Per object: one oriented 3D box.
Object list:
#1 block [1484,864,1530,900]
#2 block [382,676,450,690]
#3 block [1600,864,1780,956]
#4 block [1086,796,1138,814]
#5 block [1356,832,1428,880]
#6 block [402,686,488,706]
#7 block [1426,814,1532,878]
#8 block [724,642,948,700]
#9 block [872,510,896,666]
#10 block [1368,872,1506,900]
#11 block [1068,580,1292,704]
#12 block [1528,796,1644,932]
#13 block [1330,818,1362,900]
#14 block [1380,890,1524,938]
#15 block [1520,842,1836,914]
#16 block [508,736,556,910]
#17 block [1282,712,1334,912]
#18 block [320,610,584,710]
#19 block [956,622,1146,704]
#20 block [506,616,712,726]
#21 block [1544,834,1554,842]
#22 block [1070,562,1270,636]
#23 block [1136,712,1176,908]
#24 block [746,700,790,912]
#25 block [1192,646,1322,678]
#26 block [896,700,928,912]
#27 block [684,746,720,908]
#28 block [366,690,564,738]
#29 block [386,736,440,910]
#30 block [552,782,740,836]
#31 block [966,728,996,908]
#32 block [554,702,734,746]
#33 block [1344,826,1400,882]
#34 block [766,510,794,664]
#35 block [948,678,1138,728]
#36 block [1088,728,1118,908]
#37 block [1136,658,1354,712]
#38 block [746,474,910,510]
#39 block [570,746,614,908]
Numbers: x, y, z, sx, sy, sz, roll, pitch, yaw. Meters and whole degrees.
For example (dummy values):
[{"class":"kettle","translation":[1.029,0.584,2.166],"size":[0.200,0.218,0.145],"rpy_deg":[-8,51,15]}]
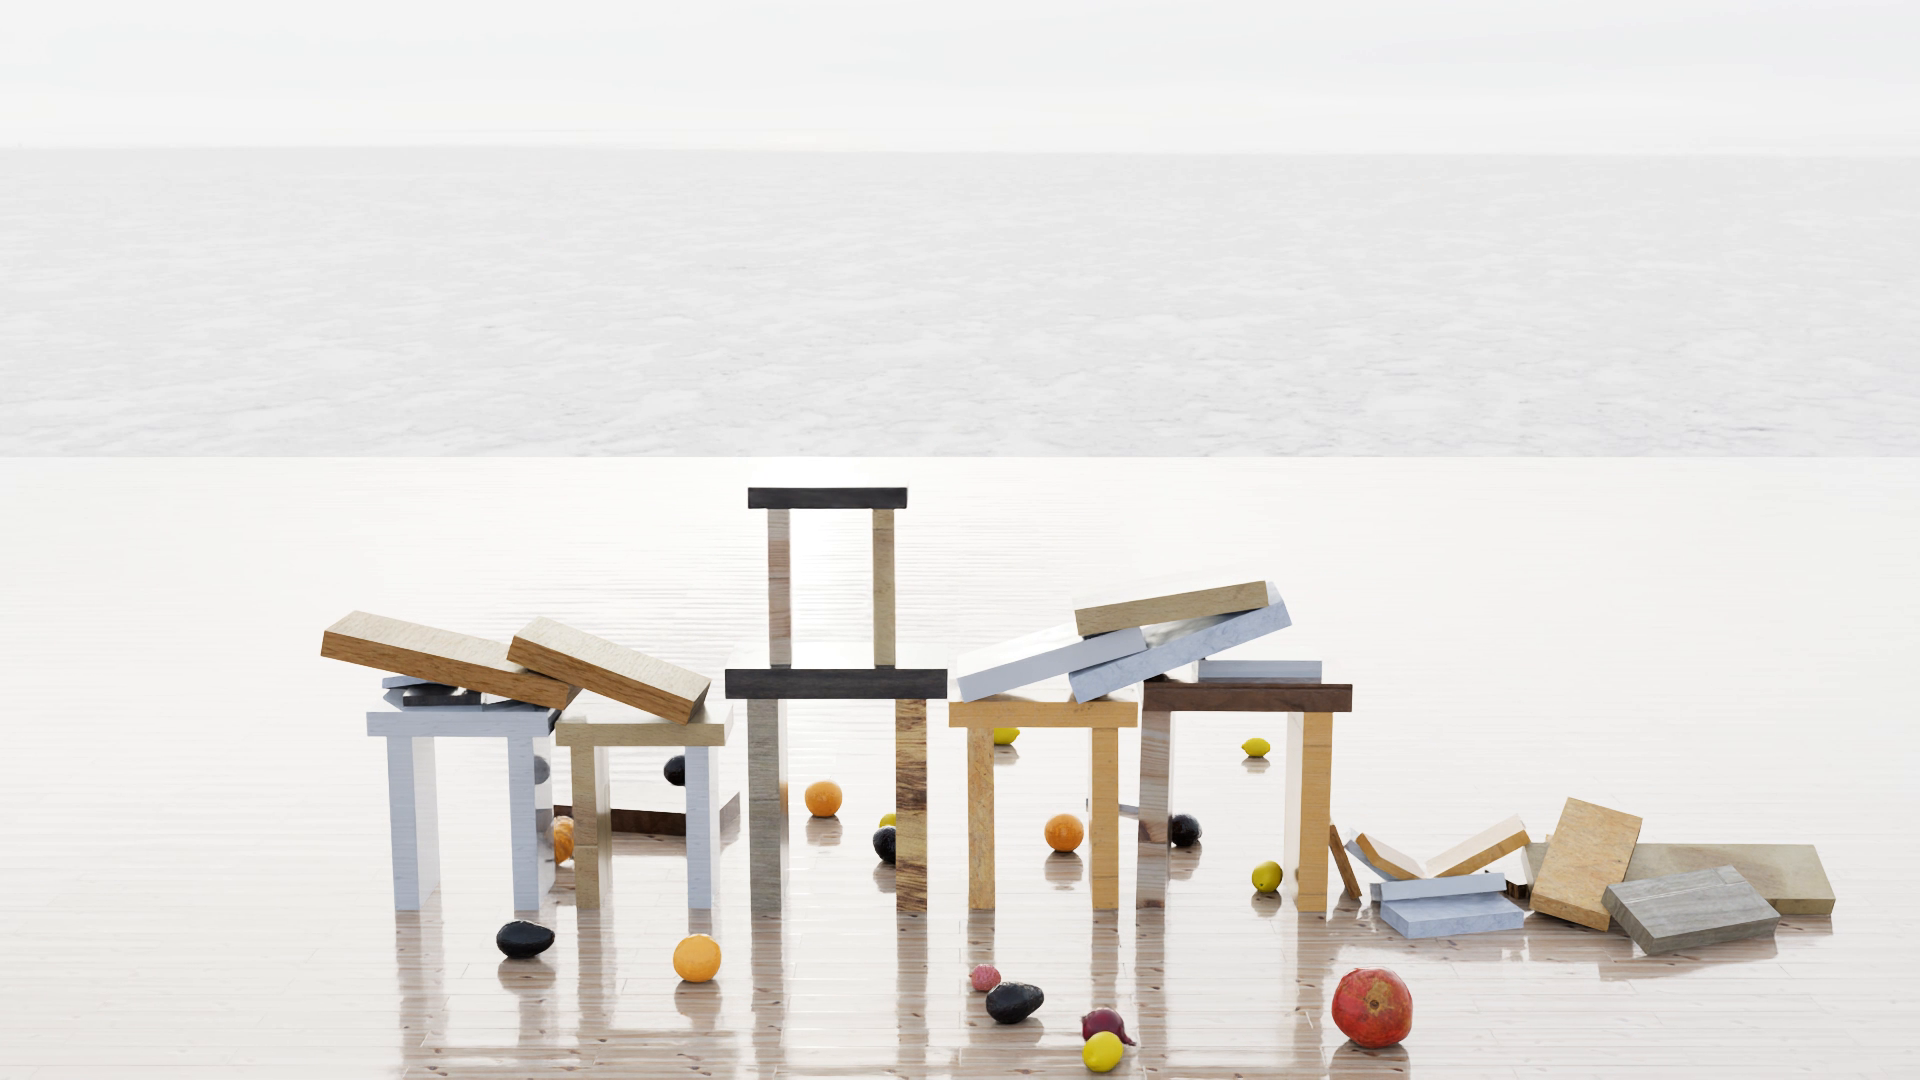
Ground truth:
[{"class":"block","translation":[0.985,0.569,3.713],"size":[0.177,0.025,0.089],"rpy_deg":[-5,11,-24]},{"class":"block","translation":[-0.898,0.236,3.655],"size":[0.125,0.018,0.063],"rpy_deg":[-9,-14,40]},{"class":"block","translation":[1.156,0.584,3.479],"size":[0.250,0.035,0.125],"rpy_deg":[-4,34,-23]},{"class":"block","translation":[0.303,0.496,4.142],"size":[0.125,0.013,0.045],"rpy_deg":[6,12,29]},{"class":"block","translation":[0.723,0.537,3.665],"size":[0.134,0.019,0.067],"rpy_deg":[29,17,-31]},{"class":"block","translation":[-0.842,0.255,3.597],"size":[0.125,0.018,0.063],"rpy_deg":[-1,11,-4]},{"class":"block","translation":[0.871,0.525,3.702],"size":[0.177,0.025,0.089],"rpy_deg":[-31,5,12]},{"class":"block","translation":[-0.198,0.214,3.604],"size":[0.356,0.050,0.178],"rpy_deg":[0,11,0]},{"class":"block","translation":[-0.124,0.065,3.574],"size":[0.036,0.254,0.127],"rpy_deg":[-1,11,-3]},{"class":"block","translation":[0.779,0.566,3.592],"size":[0.201,0.028,0.100],"rpy_deg":[-5,-9,-1]},{"class":"block","translation":[0.352,0.165,3.574],"size":[0.364,0.043,0.153],"rpy_deg":[-21,10,5]},{"class":"block","translation":[1.025,0.527,3.596],"size":[0.125,0.035,0.250],"rpy_deg":[15,38,21]},{"class":"block","translation":[0.632,0.525,3.660],"size":[0.019,0.134,0.067],"rpy_deg":[-22,10,4]},{"class":"block","translation":[0.790,0.601,3.532],"size":[0.201,0.028,0.100],"rpy_deg":[-3,11,-14]},{"class":"block","translation":[1.177,0.556,3.616],"size":[0.479,0.035,0.125],"rpy_deg":[0,37,1]},{"class":"block","translation":[-0.708,0.447,3.638],"size":[0.041,0.293,0.146],"rpy_deg":[0,11,0]},{"class":"block","translation":[0.574,0.426,3.638],"size":[0.047,0.335,0.167],"rpy_deg":[0,11,0]},{"class":"block","translation":[-0.822,0.195,3.597],"size":[0.402,0.044,0.154],"rpy_deg":[12,11,1]},{"class":"block","translation":[0.147,0.184,3.588],"size":[0.305,0.043,0.153],"rpy_deg":[-17,10,3]},{"class":"block","translation":[-0.570,0.212,3.594],"size":[0.308,0.044,0.154],"rpy_deg":[20,11,1]},{"class":"block","translation":[1.073,0.543,3.706],"size":[0.177,0.025,0.089],"rpy_deg":[10,21,15]},{"class":"block","translation":[0.336,0.094,3.553],"size":[0.305,0.043,0.153],"rpy_deg":[-9,10,2]},{"class":"block","translation":[0.327,0.422,3.655],"size":[0.047,0.335,0.167],"rpy_deg":[2,11,8]},{"class":"block","translation":[-0.316,0.414,3.642],"size":[0.050,0.356,0.178],"rpy_deg":[0,11,0]},{"class":"block","translation":[0.485,0.199,3.603],"size":[0.201,0.028,0.100],"rpy_deg":[0,11,0]},{"class":"block","translation":[-0.079,0.414,3.642],"size":[0.050,0.356,0.178],"rpy_deg":[0,11,0]},{"class":"block","translation":[-0.426,0.456,3.643],"size":[0.039,0.274,0.137],"rpy_deg":[0,11,0]},{"class":"block","translation":[-0.807,0.283,3.605],"size":[0.292,0.041,0.146],"rpy_deg":[0,11,1]},{"class":"block","translation":[-0.903,0.447,3.638],"size":[0.041,0.293,0.146],"rpy_deg":[0,11,0]},{"class":"block","translation":[-0.576,0.496,4.058],"size":[0.308,0.044,0.154],"rpy_deg":[2,11,12]},{"class":"block","translation":[0.035,0.439,3.646],"size":[0.043,0.305,0.153],"rpy_deg":[-1,11,0]},{"class":"block","translation":[-0.516,0.302,3.614],"size":[0.274,0.039,0.137],"rpy_deg":[0,11,0]},{"class":"block","translation":[0.700,0.539,3.680],"size":[0.134,0.019,0.067],"rpy_deg":[38,15,2]},{"class":"block","translation":[-0.292,0.064,3.577],"size":[0.036,0.254,0.127],"rpy_deg":[0,11,-3]},{"class":"block","translation":[0.134,0.267,3.614],"size":[0.305,0.043,0.153],"rpy_deg":[0,11,0]},{"class":"block","translation":[0.237,0.439,3.644],"size":[0.043,0.305,0.153],"rpy_deg":[-1,11,1]},{"class":"block","translation":[0.462,0.237,3.605],"size":[0.335,0.047,0.167],"rpy_deg":[0,11,1]},{"class":"block","translation":[-0.211,-0.078,3.549],"size":[0.254,0.036,0.127],"rpy_deg":[0,11,0]},{"class":"block","translation":[-0.609,0.456,3.643],"size":[0.039,0.274,0.137],"rpy_deg":[0,11,0]}]
